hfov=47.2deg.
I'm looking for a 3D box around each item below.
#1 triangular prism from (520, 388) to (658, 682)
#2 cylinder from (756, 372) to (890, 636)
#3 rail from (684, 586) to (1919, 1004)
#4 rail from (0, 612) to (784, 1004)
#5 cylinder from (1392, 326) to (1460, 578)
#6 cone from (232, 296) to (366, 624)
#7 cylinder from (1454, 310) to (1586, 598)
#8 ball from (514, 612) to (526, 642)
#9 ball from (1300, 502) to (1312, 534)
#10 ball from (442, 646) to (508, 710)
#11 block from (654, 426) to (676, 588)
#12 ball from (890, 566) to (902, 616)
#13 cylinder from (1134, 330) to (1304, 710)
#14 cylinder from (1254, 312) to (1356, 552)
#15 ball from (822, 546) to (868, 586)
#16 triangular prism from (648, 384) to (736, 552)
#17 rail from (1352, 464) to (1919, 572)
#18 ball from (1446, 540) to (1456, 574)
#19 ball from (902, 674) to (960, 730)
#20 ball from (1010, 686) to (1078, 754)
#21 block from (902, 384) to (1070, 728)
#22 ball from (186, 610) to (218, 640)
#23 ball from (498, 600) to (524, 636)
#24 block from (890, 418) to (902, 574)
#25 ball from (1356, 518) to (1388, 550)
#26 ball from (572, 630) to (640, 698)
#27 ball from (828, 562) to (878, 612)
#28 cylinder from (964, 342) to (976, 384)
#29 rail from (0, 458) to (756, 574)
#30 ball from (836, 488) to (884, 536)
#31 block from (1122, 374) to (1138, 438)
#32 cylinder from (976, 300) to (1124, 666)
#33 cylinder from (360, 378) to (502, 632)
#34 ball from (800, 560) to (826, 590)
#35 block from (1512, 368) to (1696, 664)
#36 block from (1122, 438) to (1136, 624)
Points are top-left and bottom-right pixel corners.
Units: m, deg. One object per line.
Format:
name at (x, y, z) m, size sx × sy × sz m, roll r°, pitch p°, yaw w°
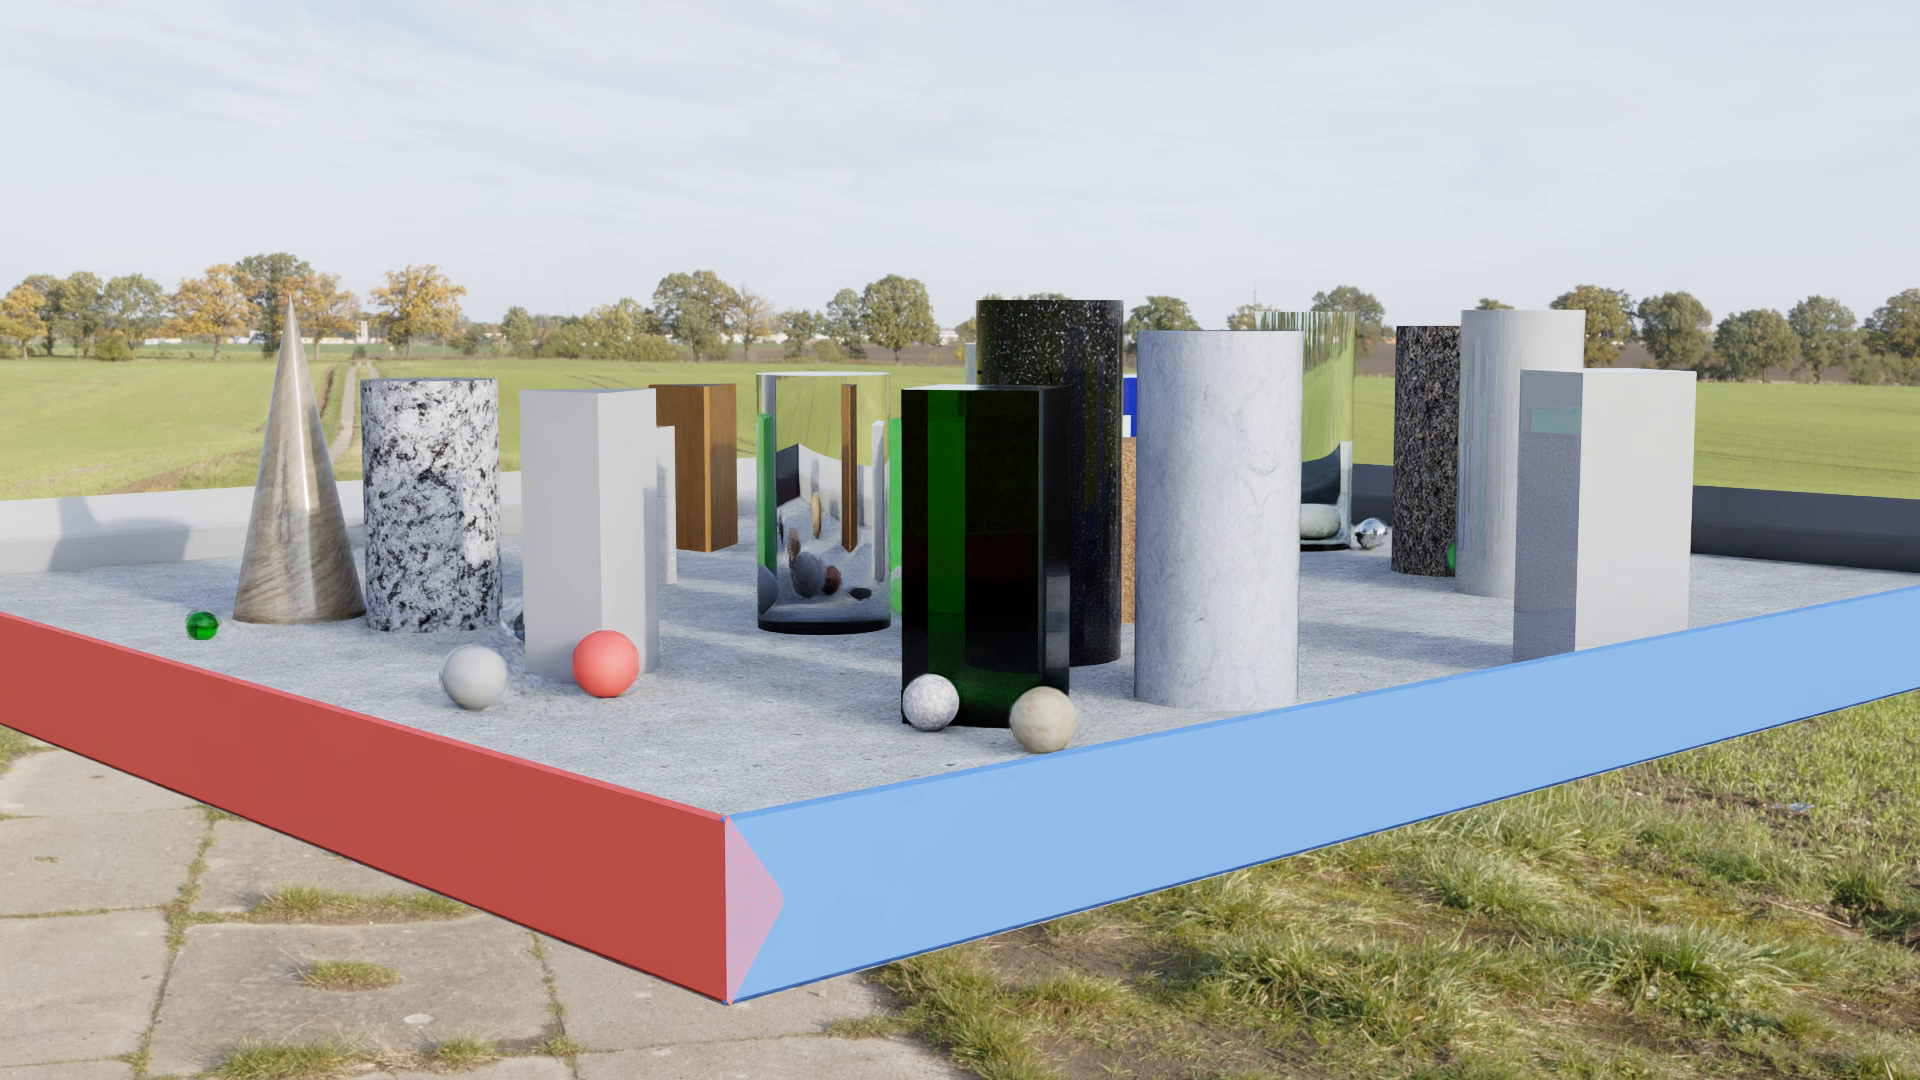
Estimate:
triangular prism at (-0.423, -0.009, 2.661) m, size 0.162 × 0.345 × 0.140 m, roll 6°, pitch 8°, yaw 43°
cylinder at (-0.190, -0.056, 3.068) m, size 0.187 × 0.353 × 0.187 m, roll 0°, pitch 6°, yaw 0°
rail at (0.885, 0.133, 2.378) m, size 2.857 × 0.121 × 0.045 m, roll -6°, pitch 8°, yaw -42°
rail at (-1.033, 0.132, 2.385) m, size 0.045 × 0.121 × 2.658 m, roll -6°, pitch 8°, yaw -42°
cylinder at (0.826, -0.153, 3.706) m, size 0.187 × 0.413 × 0.187 m, roll 0°, pitch 6°, yaw 0°
cone at (-0.956, -0.123, 3.163) m, size 0.187 × 0.466 × 0.187 m, roll 0°, pitch 6°, yaw 0°
cylinder at (0.872, -0.138, 3.432) m, size 0.187 × 0.440 × 0.187 m, roll 0°, pitch 6°, yaw 0°
ball at (-0.571, 0.115, 2.922) m, size 0.044 × 0.044 × 0.044 m, roll 0°, pitch 6°, yaw 0°
ball at (0.652, -0.043, 4.291) m, size 0.069 × 0.069 × 0.069 m, roll 0°, pitch 6°, yaw 0°
ball at (-0.538, 0.152, 2.438) m, size 0.072 × 0.072 × 0.072 m, roll 0°, pitch 6°, yaw 0°
block at (-0.556, -0.053, 3.510) m, size 0.150 × 0.254 × 0.150 m, roll 2°, pitch 6°, yaw 20°
ball at (-0.067, 0.072, 3.157) m, size 0.080 × 0.080 × 0.080 m, roll 0°, pitch 6°, yaw 0°
cylinder at (0.293, -0.029, 2.503) m, size 0.187 × 0.418 × 0.187 m, roll 0°, pitch 6°, yaw 0°
cylinder at (0.636, -0.205, 4.085) m, size 0.187 × 0.436 × 0.187 m, roll 0°, pitch 6°, yaw 0°
ball at (-0.180, 0.046, 3.431) m, size 0.073 × 0.073 × 0.073 m, roll 0°, pitch 6°, yaw 0°
triangular prism at (-0.471, -0.139, 4.095) m, size 0.162 × 0.301 × 0.140 m, roll 5°, pitch 8°, yaw 42°
rail at (1.033, -0.069, 4.280) m, size 0.045 × 0.121 × 2.658 m, roll -6°, pitch 8°, yaw -42°
ball at (0.832, 0.029, 3.592) m, size 0.074 × 0.074 × 0.074 m, roll 0°, pitch 6°, yaw 0°
ball at (-0.031, 0.171, 2.317) m, size 0.060 × 0.060 × 0.060 m, roll 0°, pitch 6°, yaw 0°
ball at (0.084, 0.180, 2.198) m, size 0.068 × 0.068 × 0.068 m, roll 0°, pitch 6°, yaw 0°
block at (0.030, 0.013, 2.393) m, size 0.150 × 0.358 × 0.150 m, roll 2°, pitch 6°, yaw 16°
ball at (-1.013, 0.115, 2.941) m, size 0.041 × 0.041 × 0.041 m, roll 0°, pitch 6°, yaw 0°
ball at (-0.603, 0.106, 2.990) m, size 0.047 × 0.047 × 0.047 m, roll 0°, pitch 6°, yaw 0°
block at (-0.016, -0.046, 3.323) m, size 0.150 × 0.279 × 0.150 m, roll 2°, pitch 6°, yaw 15°
ball at (0.757, -0.011, 4.047) m, size 0.057 × 0.057 × 0.057 m, roll 0°, pitch 6°, yaw 0°
ball at (-0.405, 0.141, 2.518) m, size 0.077 × 0.077 × 0.077 m, roll 0°, pitch 6°, yaw 0°
ball at (-0.157, 0.070, 3.212) m, size 0.073 × 0.073 × 0.073 m, roll 0°, pitch 6°, yaw 0°
cylinder at (0.101, -0.125, 3.561) m, size 0.187 × 0.386 × 0.187 m, roll 0°, pitch 6°, yaw 0°
rail at (-0.885, -0.069, 4.286) m, size 2.857 × 0.121 × 0.045 m, roll -6°, pitch 8°, yaw -42°
ball at (-0.196, -0.054, 4.285) m, size 0.094 × 0.094 × 0.094 m, roll 0°, pitch 6°, yaw 0°
block at (0.296, -0.132, 3.936) m, size 0.150 × 0.322 × 0.150 m, roll -4°, pitch 7°, yaw -30°
cylinder at (0.113, -0.077, 2.796) m, size 0.187 × 0.453 × 0.187 m, roll 0°, pitch 6°, yaw 0°
cylinder at (-0.741, -0.053, 3.089) m, size 0.187 × 0.344 × 0.187 m, roll 0°, pitch 6°, yaw 0°
ball at (-0.227, 0.056, 3.466) m, size 0.047 × 0.047 × 0.047 m, roll 0°, pitch 6°, yaw 0°
block at (0.784, -0.023, 2.686) m, size 0.150 × 0.368 × 0.150 m, roll -2°, pitch 6°, yaw -14°
block at (0.297, -0.016, 3.163) m, size 0.150 × 0.254 × 0.150 m, roll 1°, pitch 6°, yaw 5°
